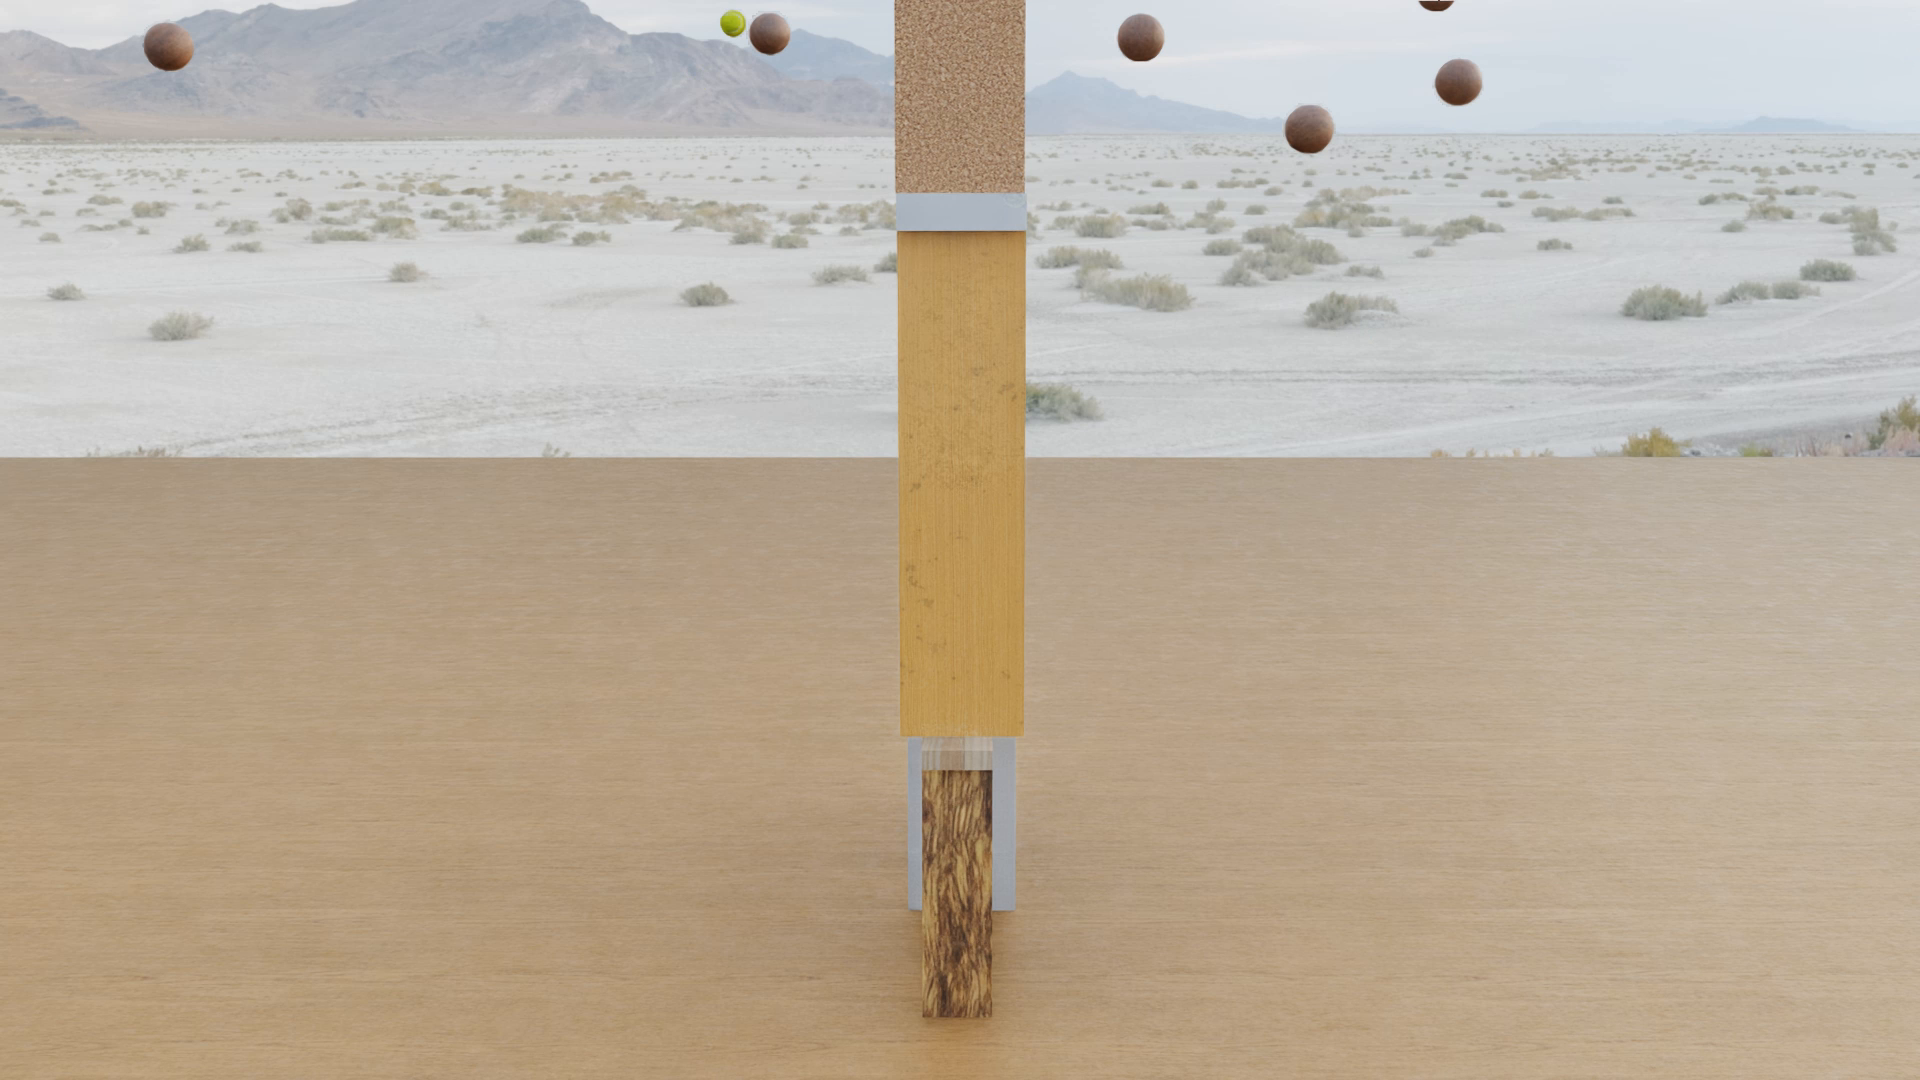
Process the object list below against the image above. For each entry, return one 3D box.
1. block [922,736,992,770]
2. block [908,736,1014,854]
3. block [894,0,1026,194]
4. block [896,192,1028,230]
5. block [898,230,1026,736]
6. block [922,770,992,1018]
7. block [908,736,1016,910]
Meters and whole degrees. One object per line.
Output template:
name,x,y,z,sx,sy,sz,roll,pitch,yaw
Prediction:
block,-0.004,0.289,3.165,0.099,0.028,0.199,0,11,0
block,0.002,0.203,3.306,0.161,0.544,0.046,0,10,0
block,0.000,-0.791,2.932,0.175,0.647,0.049,0,10,0
block,0.002,-0.474,3.140,0.176,0.050,0.353,0,10,0
block,0.002,-0.076,3.094,0.176,0.717,0.050,0,11,0
block,-0.004,0.499,3.136,0.099,0.374,0.028,0,11,0
block,0.003,0.429,3.582,0.175,0.349,0.049,0,11,0
